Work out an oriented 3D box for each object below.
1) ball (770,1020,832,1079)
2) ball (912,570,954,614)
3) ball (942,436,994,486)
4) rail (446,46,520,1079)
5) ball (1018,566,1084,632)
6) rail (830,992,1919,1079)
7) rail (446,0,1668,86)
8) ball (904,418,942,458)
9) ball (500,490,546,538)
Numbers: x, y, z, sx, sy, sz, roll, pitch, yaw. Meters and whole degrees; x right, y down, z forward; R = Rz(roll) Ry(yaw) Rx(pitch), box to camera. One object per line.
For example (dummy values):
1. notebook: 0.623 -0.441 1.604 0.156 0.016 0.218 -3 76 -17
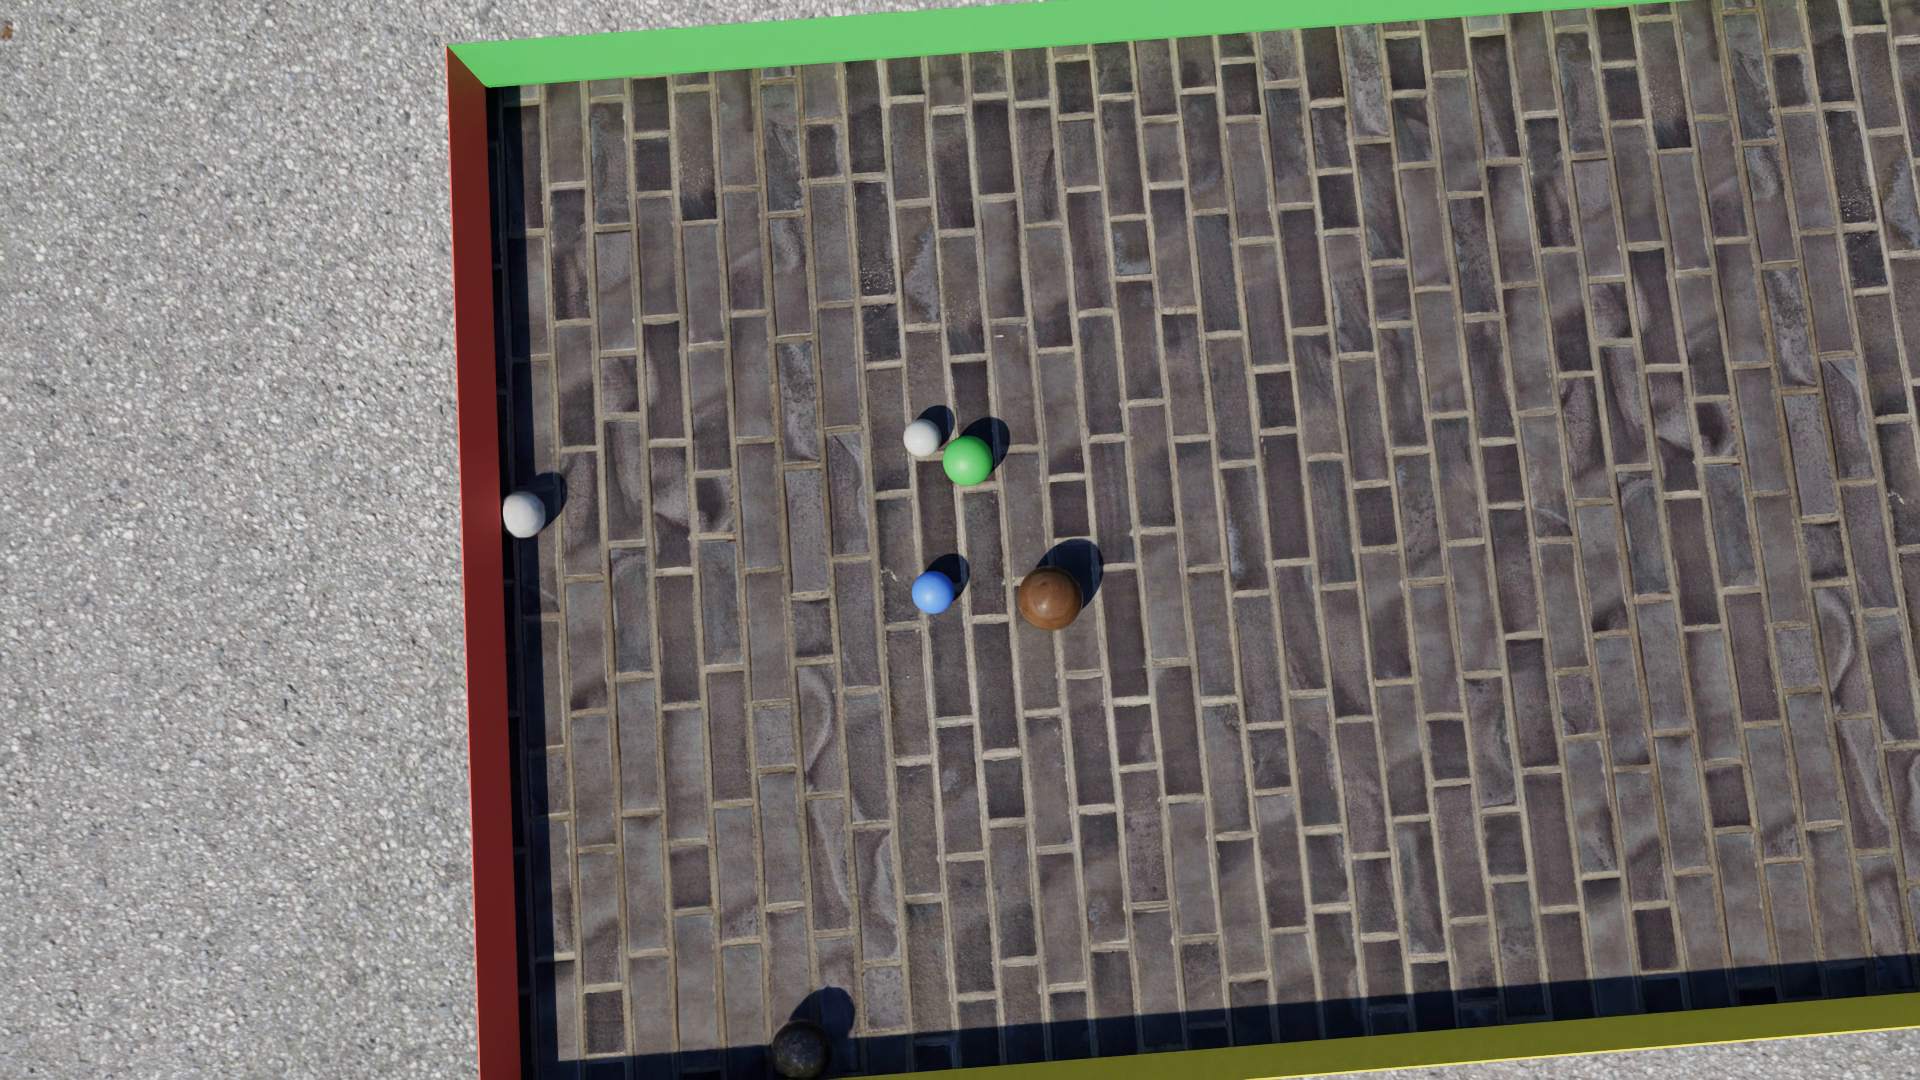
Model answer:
1. ball: -0.227 0.730 3.143 0.087 0.087 0.087 0 78 0
2. ball: -0.040 0.078 3.289 0.065 0.065 0.065 0 78 0
3. ball: 0.012 -0.120 3.324 0.077 0.077 0.077 0 78 0
4. rail: -0.701 0.048 3.262 0.045 0.128 1.629 -4 78 -1
5. ball: 0.134 0.086 3.270 0.098 0.098 0.098 0 78 0
6. rail: 0.786 0.712 3.125 2.907 0.128 0.045 -4 78 -1
7. rail: 0.663 -0.833 3.444 2.907 0.128 0.045 -4 78 -1
8. ball: -0.057 -0.155 3.340 0.058 0.058 0.058 0 78 0
9. ball: -0.659 -0.038 3.309 0.072 0.072 0.072 0 78 0
